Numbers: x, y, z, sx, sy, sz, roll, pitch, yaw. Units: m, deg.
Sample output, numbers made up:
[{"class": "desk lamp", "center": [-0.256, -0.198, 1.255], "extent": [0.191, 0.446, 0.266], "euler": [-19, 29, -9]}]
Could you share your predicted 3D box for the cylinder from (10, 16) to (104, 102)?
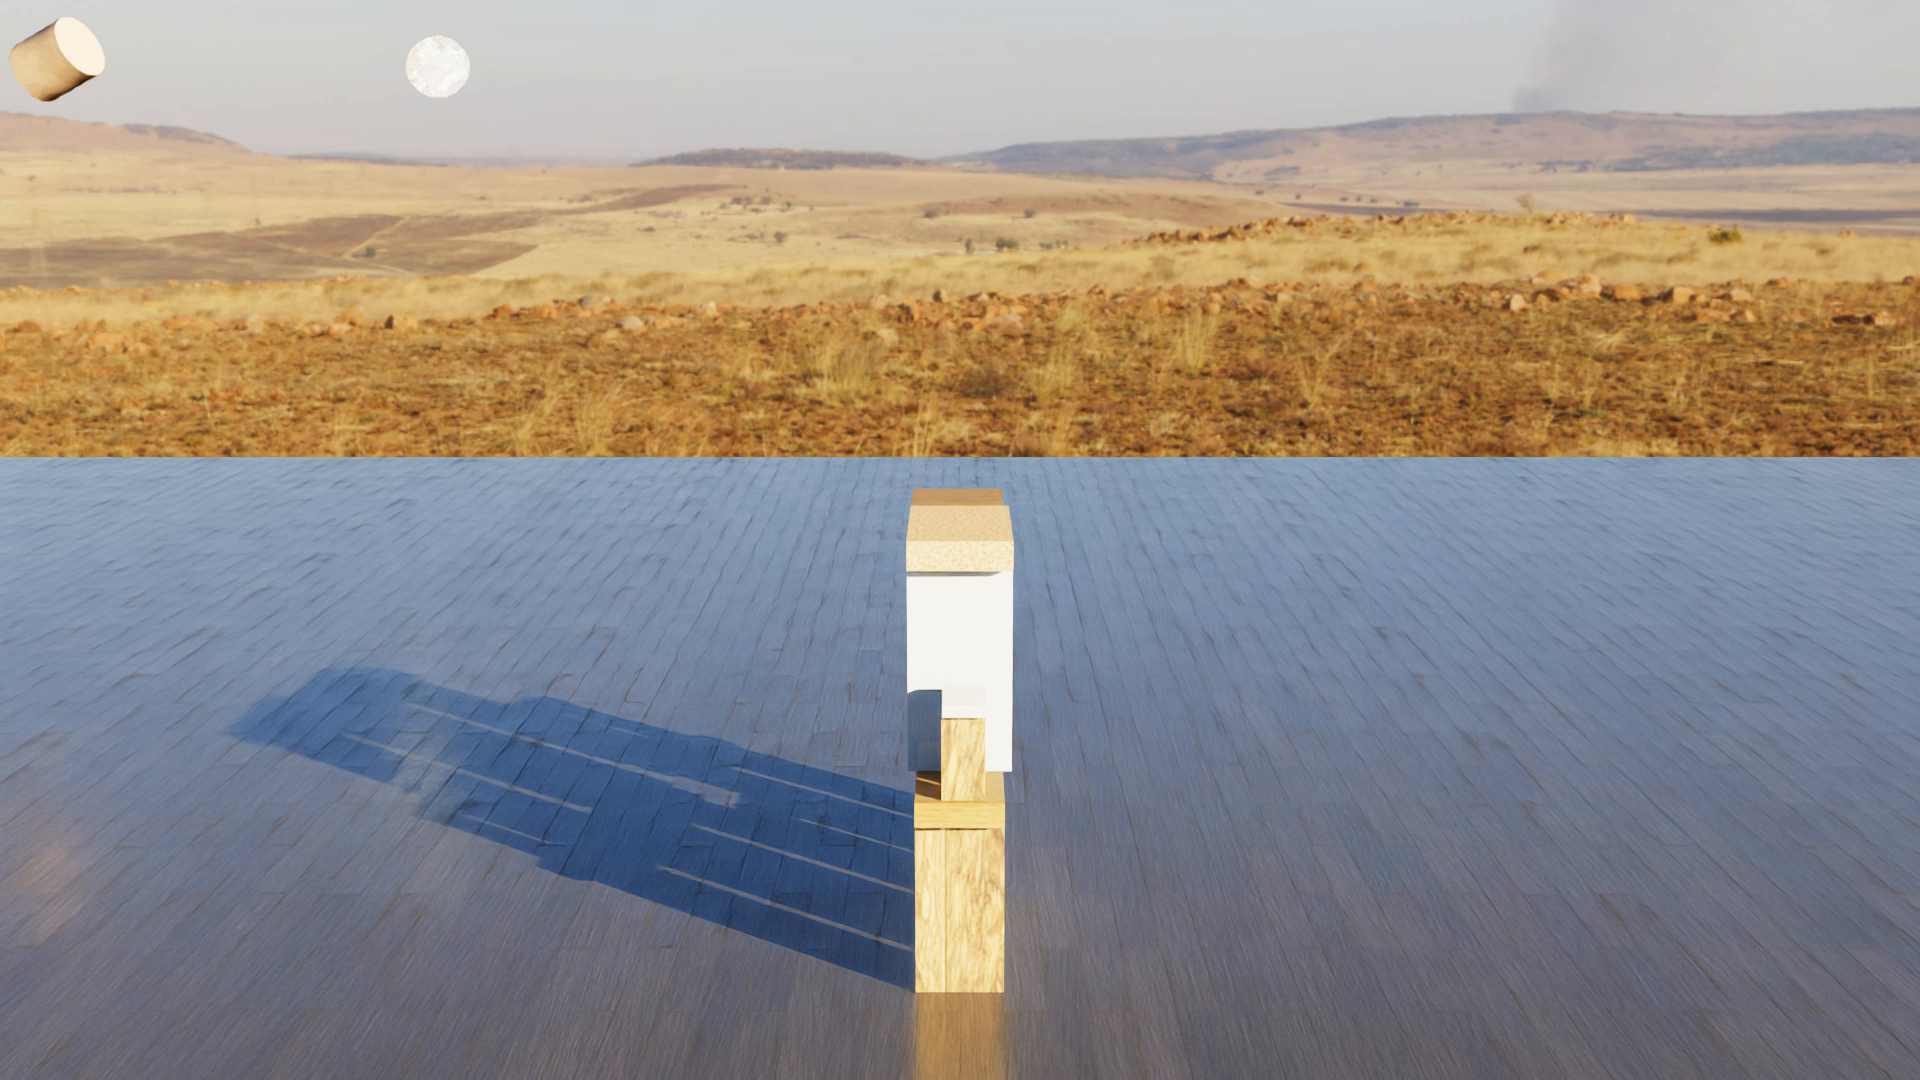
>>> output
[{"class": "cylinder", "center": [-2.591, -1.379, 6.312], "extent": [0.180, 0.180, 0.180], "euler": [-22, 3, 20]}]

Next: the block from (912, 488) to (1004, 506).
[{"class": "block", "center": [-0.004, -0.040, 3.709], "extent": [0.154, 0.044, 0.309], "euler": [0, 11, 0]}]

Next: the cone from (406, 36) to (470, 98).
[{"class": "cone", "center": [-1.659, -1.489, 7.044], "extent": [0.197, 0.197, 0.197], "euler": [-1, -3, -6]}]

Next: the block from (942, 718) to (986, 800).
[{"class": "block", "center": [0.005, 0.313, 3.179], "extent": [0.063, 0.127, 0.018], "euler": [0, 11, 0]}]

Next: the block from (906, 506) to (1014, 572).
[{"class": "block", "center": [0.000, -0.005, 3.393], "extent": [0.158, 0.045, 0.315], "euler": [0, 11, 0]}]

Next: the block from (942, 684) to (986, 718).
[{"class": "block", "center": [0.006, 0.234, 3.208], "extent": [0.063, 0.018, 0.127], "euler": [0, 11, 0]}]

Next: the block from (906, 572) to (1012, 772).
[{"class": "block", "center": [0.000, 0.191, 3.323], "extent": [0.158, 0.315, 0.045], "euler": [0, 11, 0]}]

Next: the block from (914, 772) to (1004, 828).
[{"class": "block", "center": [0.000, 0.374, 3.301], "extent": [0.130, 0.037, 0.261], "euler": [0, 11, 0]}]

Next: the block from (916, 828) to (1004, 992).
[{"class": "block", "center": [0.000, 0.536, 3.243], "extent": [0.130, 0.261, 0.037], "euler": [0, 11, 0]}]
